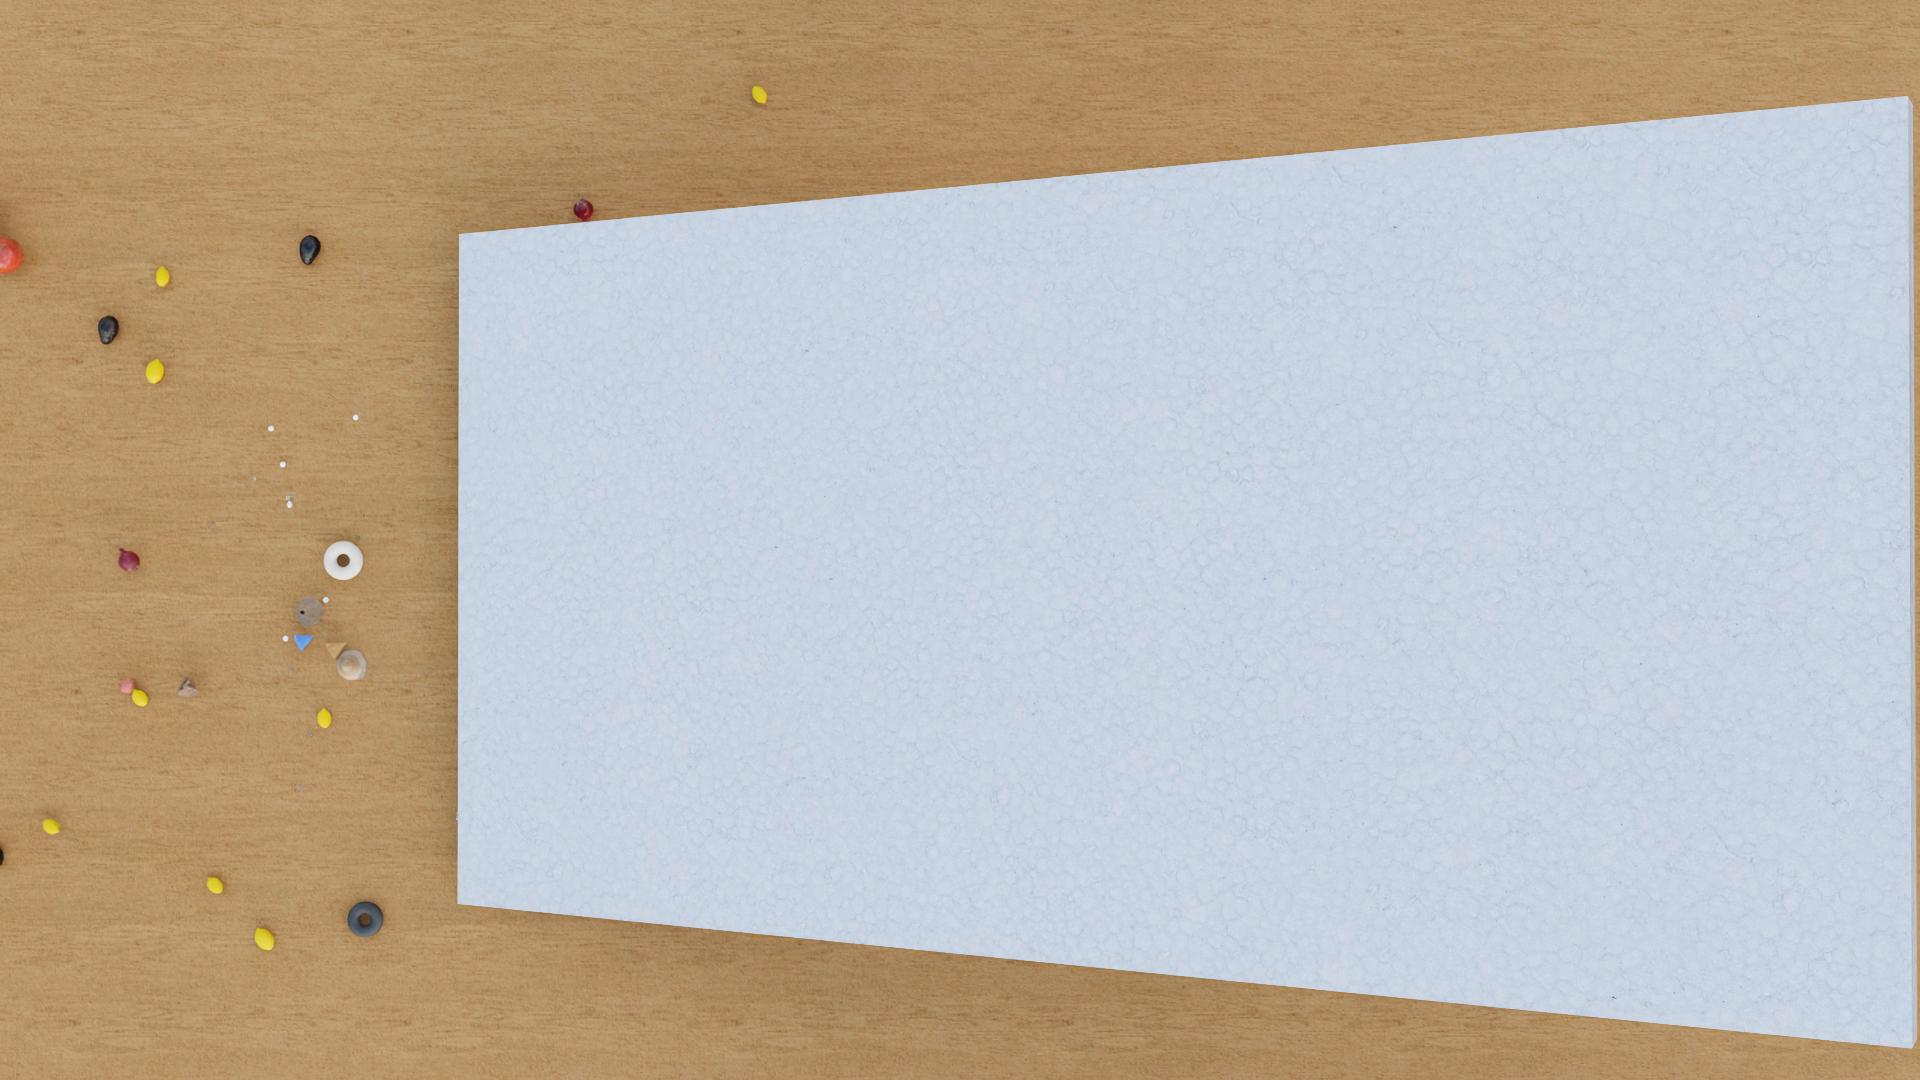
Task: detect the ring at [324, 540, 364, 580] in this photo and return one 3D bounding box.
[{"bbox_3d":[-1.861,0.062,6.636,0.118,0.039,0.118,0,89,-1],"label":"ring"}]

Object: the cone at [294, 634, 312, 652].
[{"bbox_3d":[-1.974,0.299,6.641,0.054,0.054,0.054,-34,89,-35],"label":"cone"}]

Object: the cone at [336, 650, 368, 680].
[{"bbox_3d":[-1.840,0.377,6.605,0.094,0.094,0.094,0,89,0],"label":"cone"}]

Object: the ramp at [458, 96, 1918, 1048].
[{"bbox_3d":[0.273,0.076,5.636,4.000,0.100,2.000,0,89,29],"label":"ramp"}]

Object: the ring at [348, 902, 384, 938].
[{"bbox_3d":[-1.792,1.143,6.627,0.108,0.036,0.108,0,88,0],"label":"ring"}]

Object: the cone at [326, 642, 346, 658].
[{"bbox_3d":[-1.875,0.321,6.640,0.056,0.056,0.056,-32,89,-27],"label":"cone"}]

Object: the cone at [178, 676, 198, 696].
[{"bbox_3d":[-2.330,0.434,6.638,0.058,0.058,0.058,-11,63,0],"label":"cone"}]

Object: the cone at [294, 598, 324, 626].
[{"bbox_3d":[-1.970,0.217,6.609,0.088,0.088,0.088,0,89,0],"label":"cone"}]
